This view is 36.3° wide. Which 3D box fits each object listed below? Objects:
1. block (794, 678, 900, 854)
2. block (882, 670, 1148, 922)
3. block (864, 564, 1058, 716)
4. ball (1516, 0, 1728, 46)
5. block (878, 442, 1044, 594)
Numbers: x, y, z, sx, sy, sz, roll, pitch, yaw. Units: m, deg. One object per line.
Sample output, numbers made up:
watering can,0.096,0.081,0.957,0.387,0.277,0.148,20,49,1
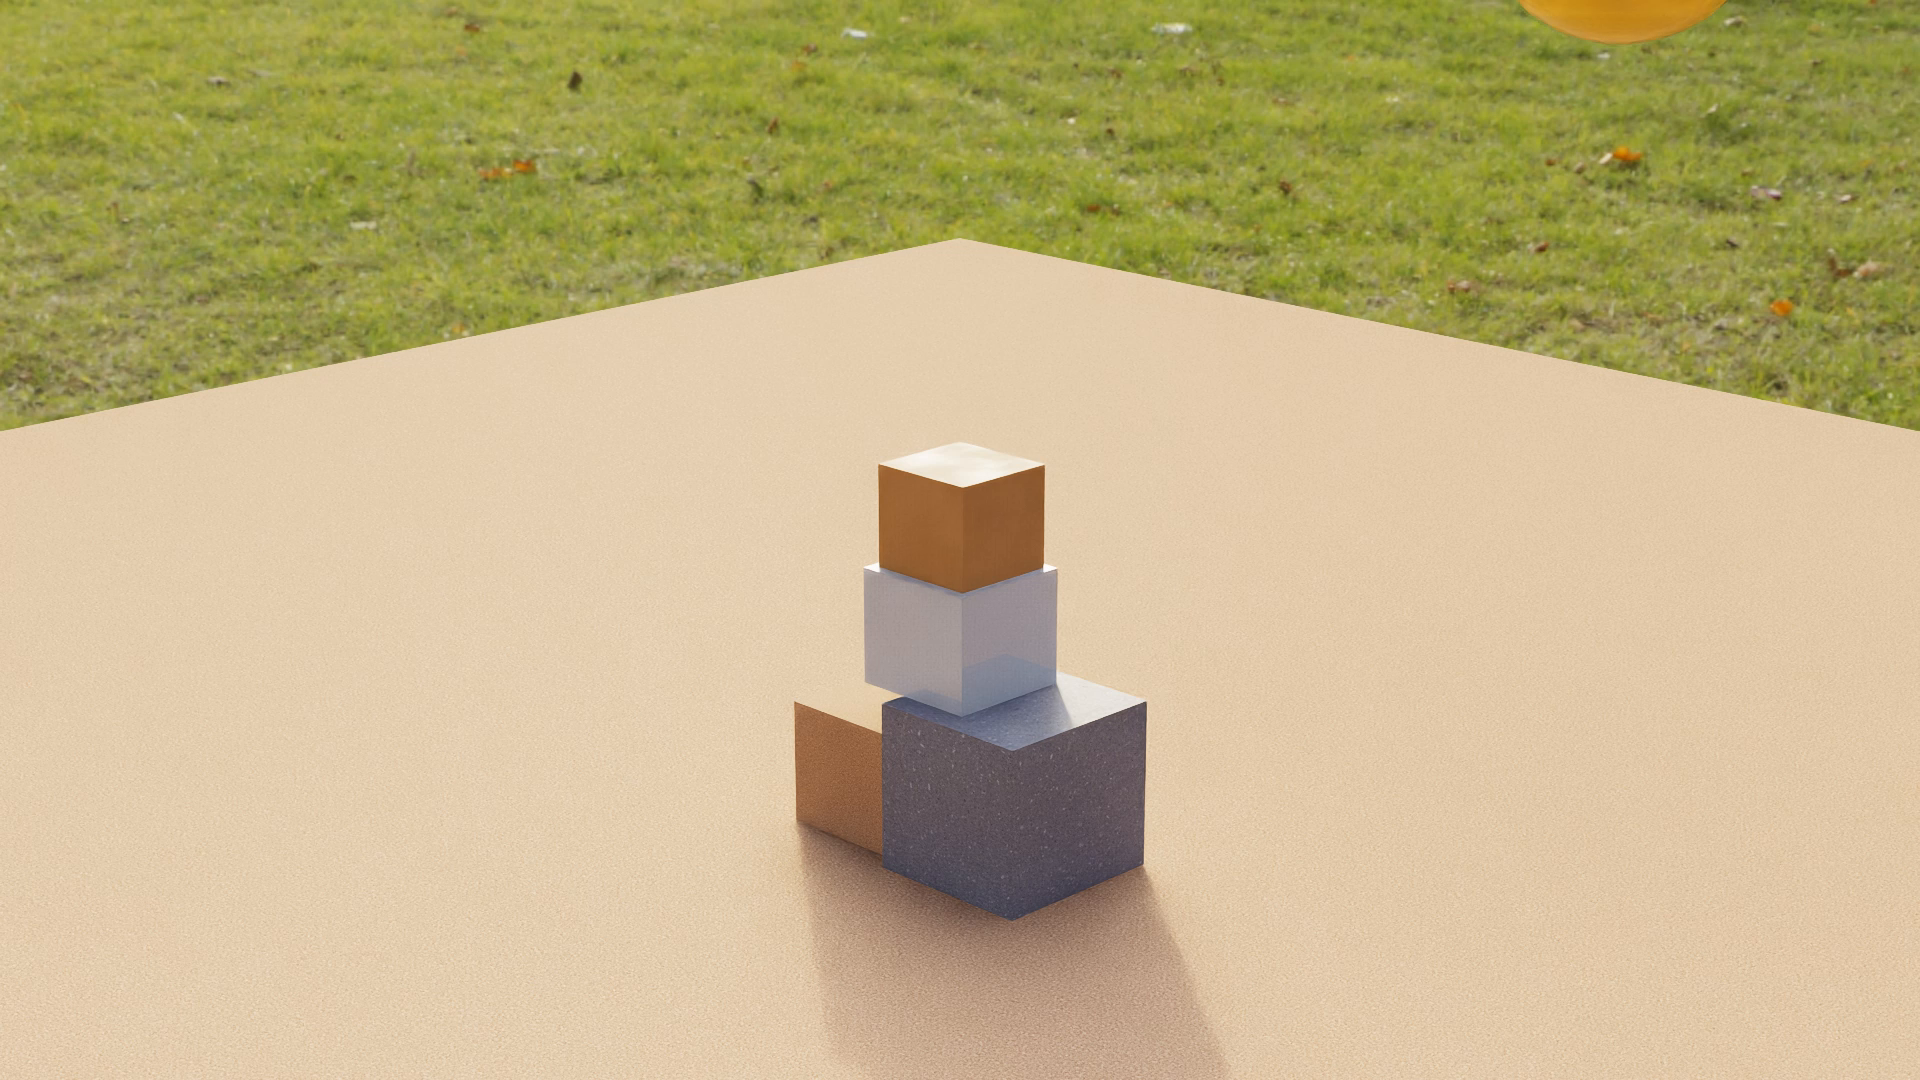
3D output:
block,-0.297,1.053,13.982,0.688,0.607,0.696,-17,24,-42
block,0.247,1.121,13.430,0.880,0.808,0.827,-17,24,-42
block,0.003,0.393,13.468,0.619,0.559,0.635,-17,24,-42
ball,3.645,-3.520,16.056,1.600,1.600,1.600,0,17,0
block,0.007,-0.109,13.315,0.524,0.490,0.541,-17,24,-42
